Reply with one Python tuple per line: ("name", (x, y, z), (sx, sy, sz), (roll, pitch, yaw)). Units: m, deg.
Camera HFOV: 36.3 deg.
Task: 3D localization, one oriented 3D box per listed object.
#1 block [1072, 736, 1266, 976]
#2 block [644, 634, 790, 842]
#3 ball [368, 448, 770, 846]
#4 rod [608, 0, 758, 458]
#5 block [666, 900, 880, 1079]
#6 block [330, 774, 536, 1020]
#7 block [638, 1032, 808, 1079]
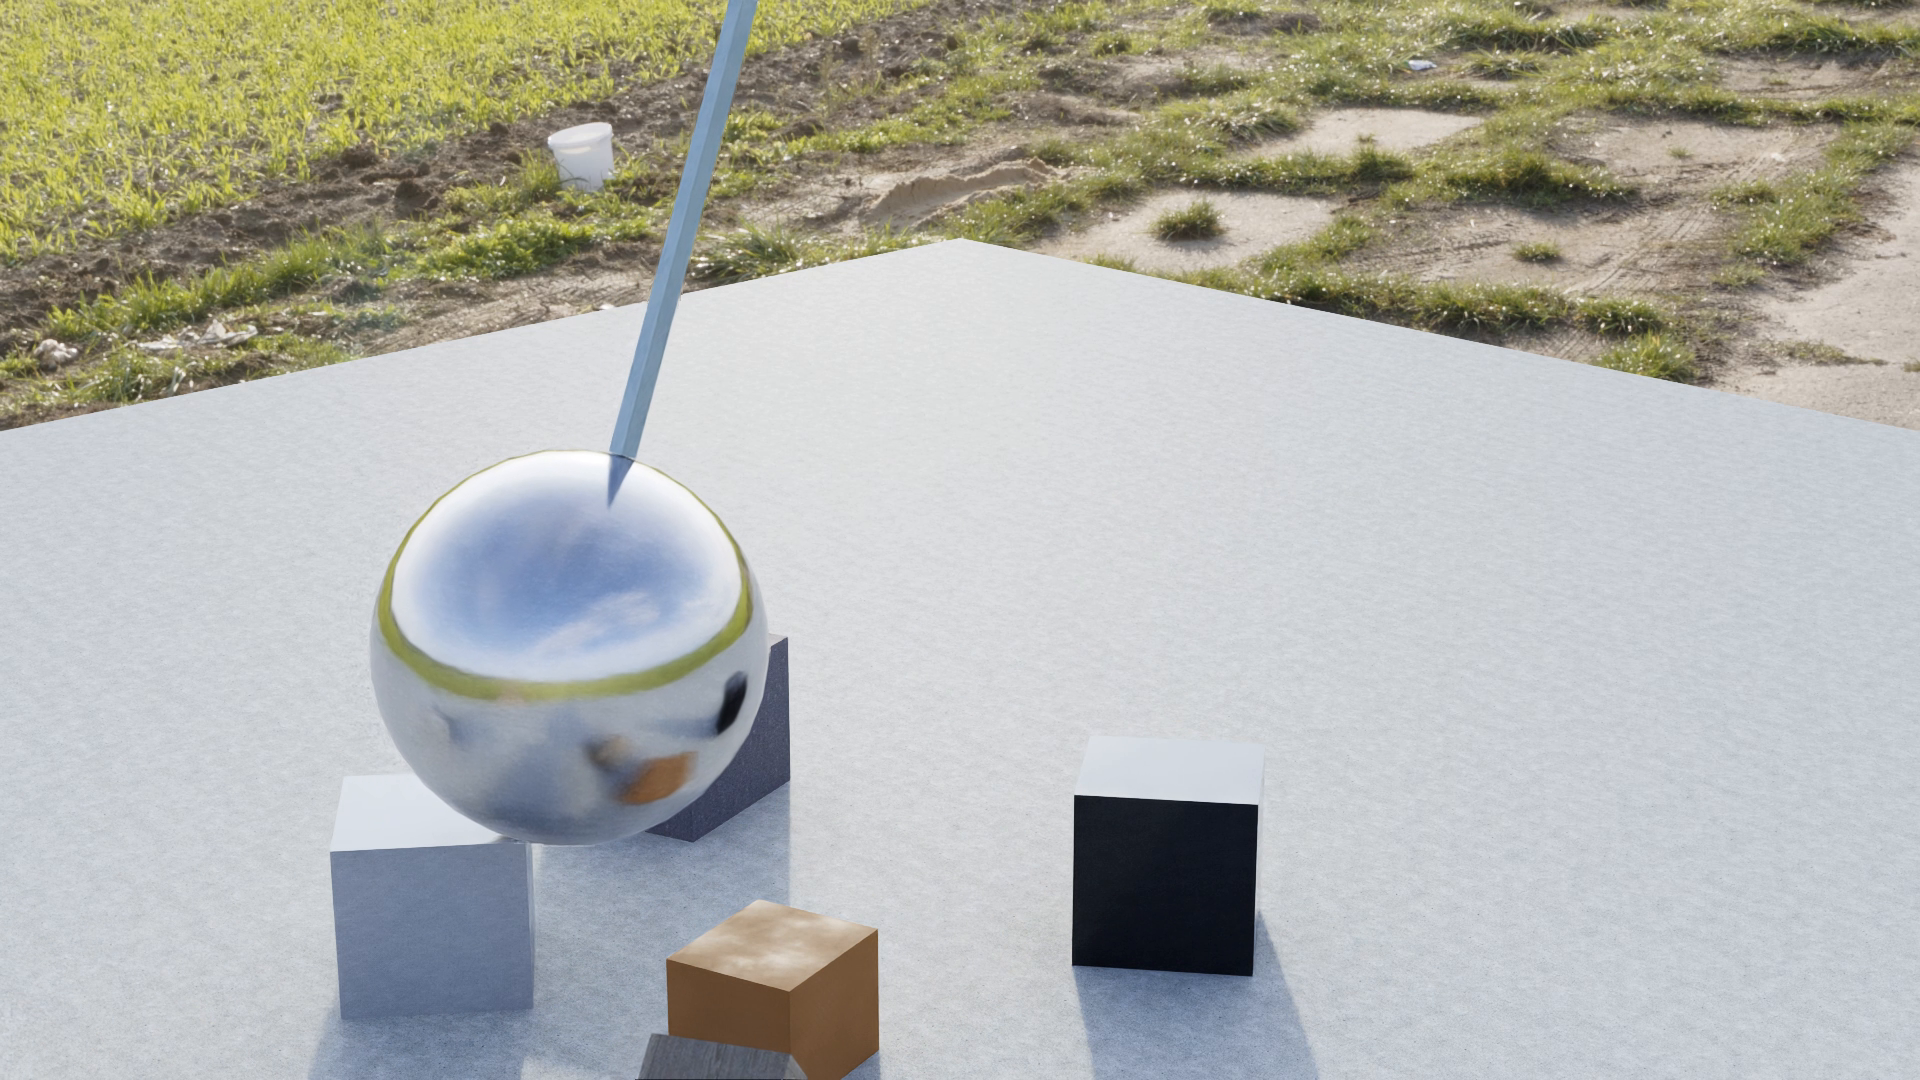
("block", (0.910, 1.359, 12.708), (0.772, 0.788, 0.694), (2, 18, 8))
("block", (-1.410, 0.891, 14.254), (0.818, 0.753, 0.888), (9, 20, 27))
("ball", (-1.570, 0.430, 11.831), (1.600, 1.600, 1.600), (0, 17, 0))
("rod", (-0.680, -2.850, 11.733), (0.080, 5.200, 0.080), (17, 2, 42))
("block", (-0.733, 1.840, 11.600), (0.571, 0.533, 0.644), (10, 20, 28))
("block", (-2.208, 1.481, 12.383), (0.784, 0.750, 0.810), (-2, 18, -7))
("block", (-0.851, 2.127, 10.345), (0.526, 0.488, 0.561), (6, 61, 17))
